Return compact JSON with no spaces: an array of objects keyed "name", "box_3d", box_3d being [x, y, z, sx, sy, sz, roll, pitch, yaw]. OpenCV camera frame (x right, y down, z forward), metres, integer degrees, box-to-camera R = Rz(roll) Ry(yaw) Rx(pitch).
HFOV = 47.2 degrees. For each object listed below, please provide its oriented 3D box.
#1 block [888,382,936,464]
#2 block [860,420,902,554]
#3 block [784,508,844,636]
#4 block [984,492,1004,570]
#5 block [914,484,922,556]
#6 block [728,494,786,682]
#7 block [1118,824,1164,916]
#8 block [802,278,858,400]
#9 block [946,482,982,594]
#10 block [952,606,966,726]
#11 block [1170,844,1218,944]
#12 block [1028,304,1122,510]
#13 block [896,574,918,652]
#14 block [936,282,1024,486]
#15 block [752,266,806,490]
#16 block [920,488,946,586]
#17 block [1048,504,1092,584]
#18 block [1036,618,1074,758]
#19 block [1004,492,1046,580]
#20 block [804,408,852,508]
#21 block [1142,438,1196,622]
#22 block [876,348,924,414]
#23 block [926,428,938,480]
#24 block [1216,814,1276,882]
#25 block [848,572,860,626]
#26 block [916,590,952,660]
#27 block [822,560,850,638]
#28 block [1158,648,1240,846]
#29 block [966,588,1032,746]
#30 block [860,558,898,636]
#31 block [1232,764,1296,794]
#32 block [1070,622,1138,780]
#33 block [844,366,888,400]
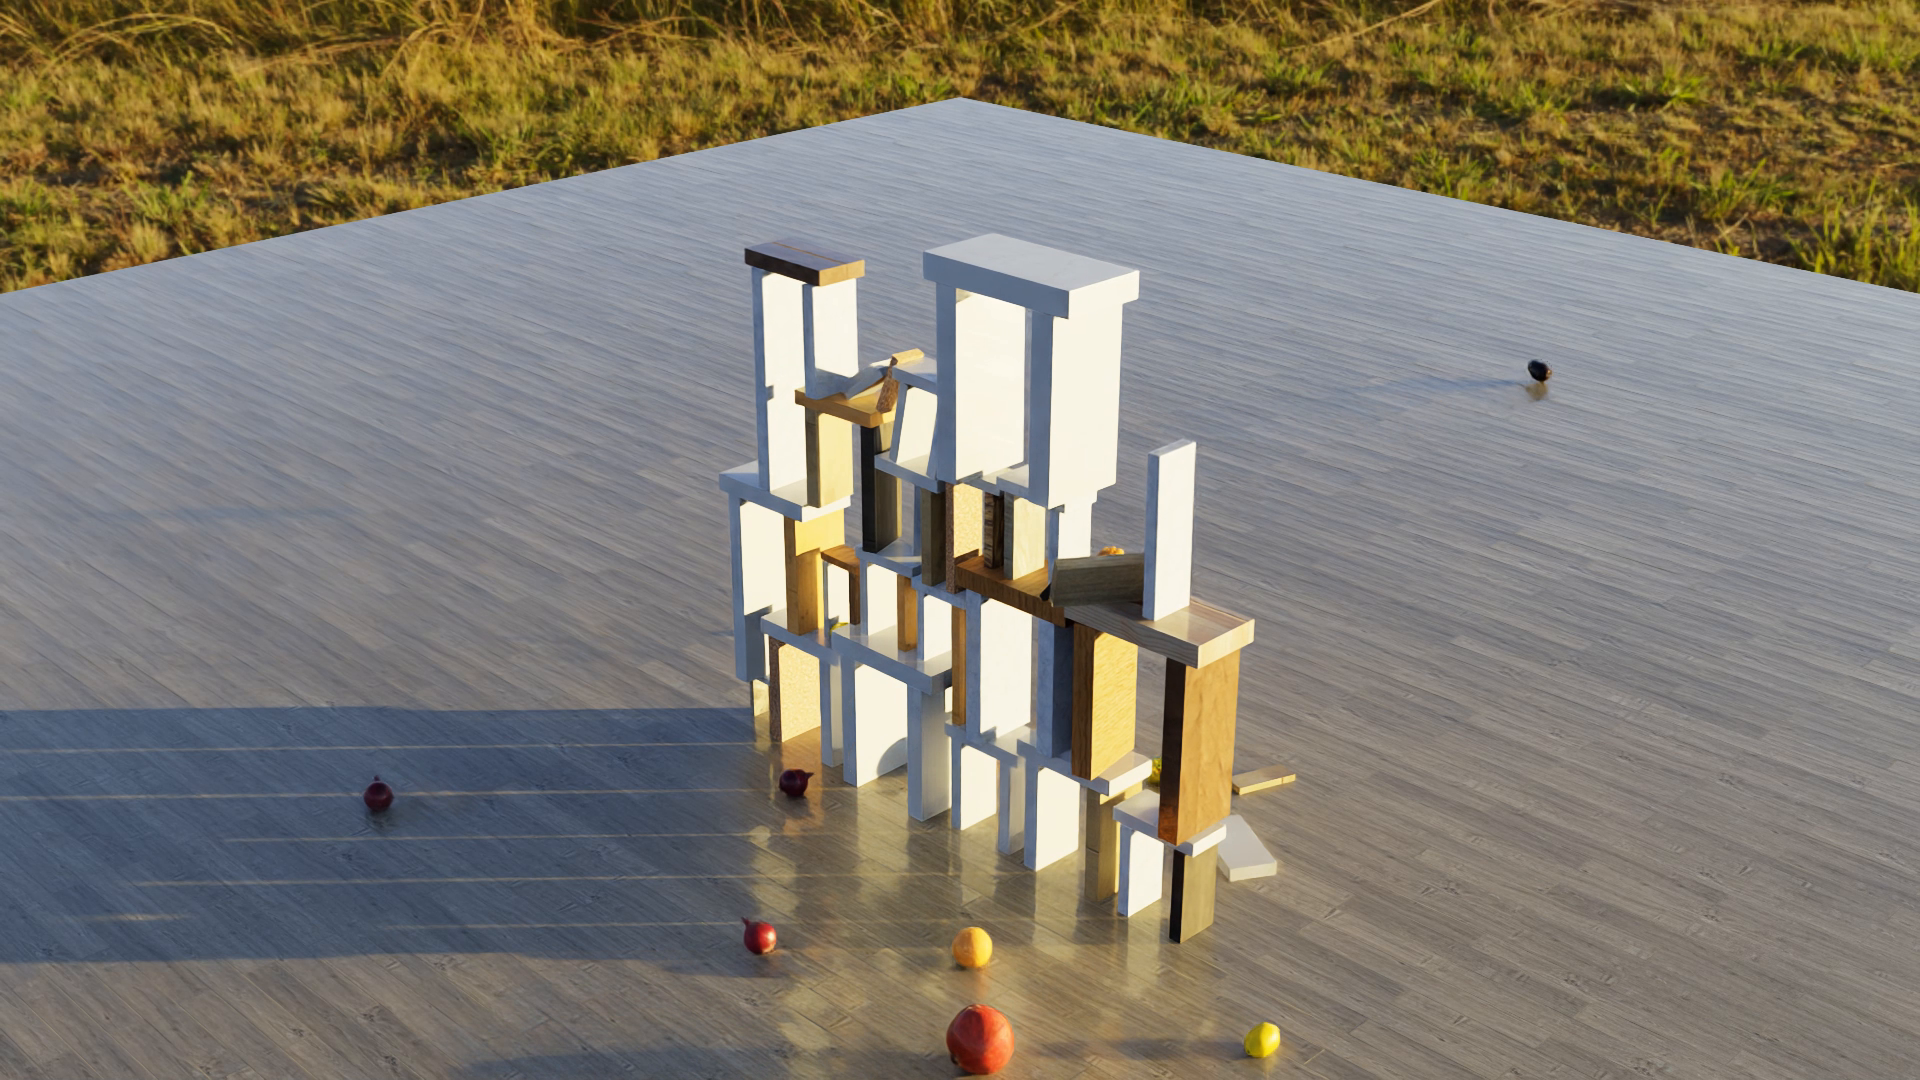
[{"name":"block","box_3d":[-0.087,-0.236,4.229,0.085,0.171,0.024,-20,42,-39]},{"name":"block","box_3d":[-0.156,-0.117,4.359,0.030,0.268,0.106,12,26,26]},{"name":"block","box_3d":[-0.302,0.056,4.582,0.131,0.263,0.037,-21,31,-40]},{"name":"block","box_3d":[0.080,-0.028,4.129,0.022,0.152,0.076,22,31,40]},{"name":"block","box_3d":[-0.075,-0.069,4.356,0.026,0.182,0.091,3,23,3]},{"name":"block","box_3d":[-0.427,0.087,4.728,0.037,0.433,0.131,21,31,40]},{"name":"block","box_3d":[0.338,0.600,4.105,0.027,0.189,0.095,21,31,41]},{"name":"block","box_3d":[-0.255,-0.400,4.314,0.032,0.229,0.114,19,30,39]},{"name":"block","box_3d":[0.008,-0.017,4.211,0.076,0.235,0.022,-21,31,-40]},{"name":"block","box_3d":[0.018,0.235,4.299,0.074,0.255,0.021,-21,31,-40]},{"name":"block","box_3d":[0.427,0.635,4.023,0.027,0.189,0.094,22,31,40]},{"name":"block","box_3d":[0.203,-0.249,3.893,0.178,0.356,0.050,-21,32,-41]},{"name":"block","box_3d":[-0.088,0.134,4.379,0.081,0.163,0.023,-21,31,-41]},{"name":"block","box_3d":[0.038,-0.305,4.051,0.178,0.377,0.050,-21,31,-41]},{"name":"block","box_3d":[-0.363,-0.337,4.476,0.032,0.470,0.114,20,30,39]},{"name":"block","box_3d":[-0.034,-0.017,4.257,0.026,0.199,0.091,20,30,39]},{"name":"block","box_3d":[0.200,0.012,4.012,0.085,0.170,0.024,-21,31,-40]},{"name":"block","box_3d":[0.206,0.256,4.112,0.139,0.278,0.039,-21,31,-41]},{"name":"block","box_3d":[0.120,-0.019,4.086,0.024,0.170,0.085,21,31,40]},{"name":"block","box_3d":[-0.264,-0.180,4.435,0.030,0.212,0.106,17,29,35]},{"name":"block","box_3d":[0.362,-0.017,3.817,0.027,0.307,0.095,20,30,40]},{"name":"block","box_3d":[-0.116,-0.305,4.233,0.065,0.131,0.018,-18,51,-39]},{"name":"block","box_3d":[-0.011,-0.200,4.148,0.085,0.171,0.024,-21,46,-40]},{"name":"block","box_3d":[0.538,0.602,4.308,0.095,0.027,0.191,-6,24,-14]},{"name":"block","box_3d":[-0.200,0.111,4.493,0.058,0.115,0.016,-21,31,-40]},{"name":"block","box_3d":[-0.051,0.158,4.342,0.074,0.148,0.021,-21,31,-41]},{"name":"block","box_3d":[-0.257,0.116,4.556,0.016,0.173,0.058,21,31,40]},{"name":"block","box_3d":[0.425,0.352,3.915,0.044,0.361,0.154,21,31,39]},{"name":"block","box_3d":[0.075,0.225,4.240,0.039,0.320,0.139,21,31,41]},{"name":"block","box_3d":[-0.165,0.104,4.450,0.023,0.163,0.081,21,31,40]},{"name":"block","box_3d":[0.625,0.497,4.572,0.136,0.014,0.051,-11,25,-24]},{"name":"block","box_3d":[0.266,0.270,4.040,0.044,0.308,0.154,15,27,32]},{"name":"block","box_3d":[-0.163,-0.309,4.275,0.065,0.018,0.131,-19,-6,-39]}]
